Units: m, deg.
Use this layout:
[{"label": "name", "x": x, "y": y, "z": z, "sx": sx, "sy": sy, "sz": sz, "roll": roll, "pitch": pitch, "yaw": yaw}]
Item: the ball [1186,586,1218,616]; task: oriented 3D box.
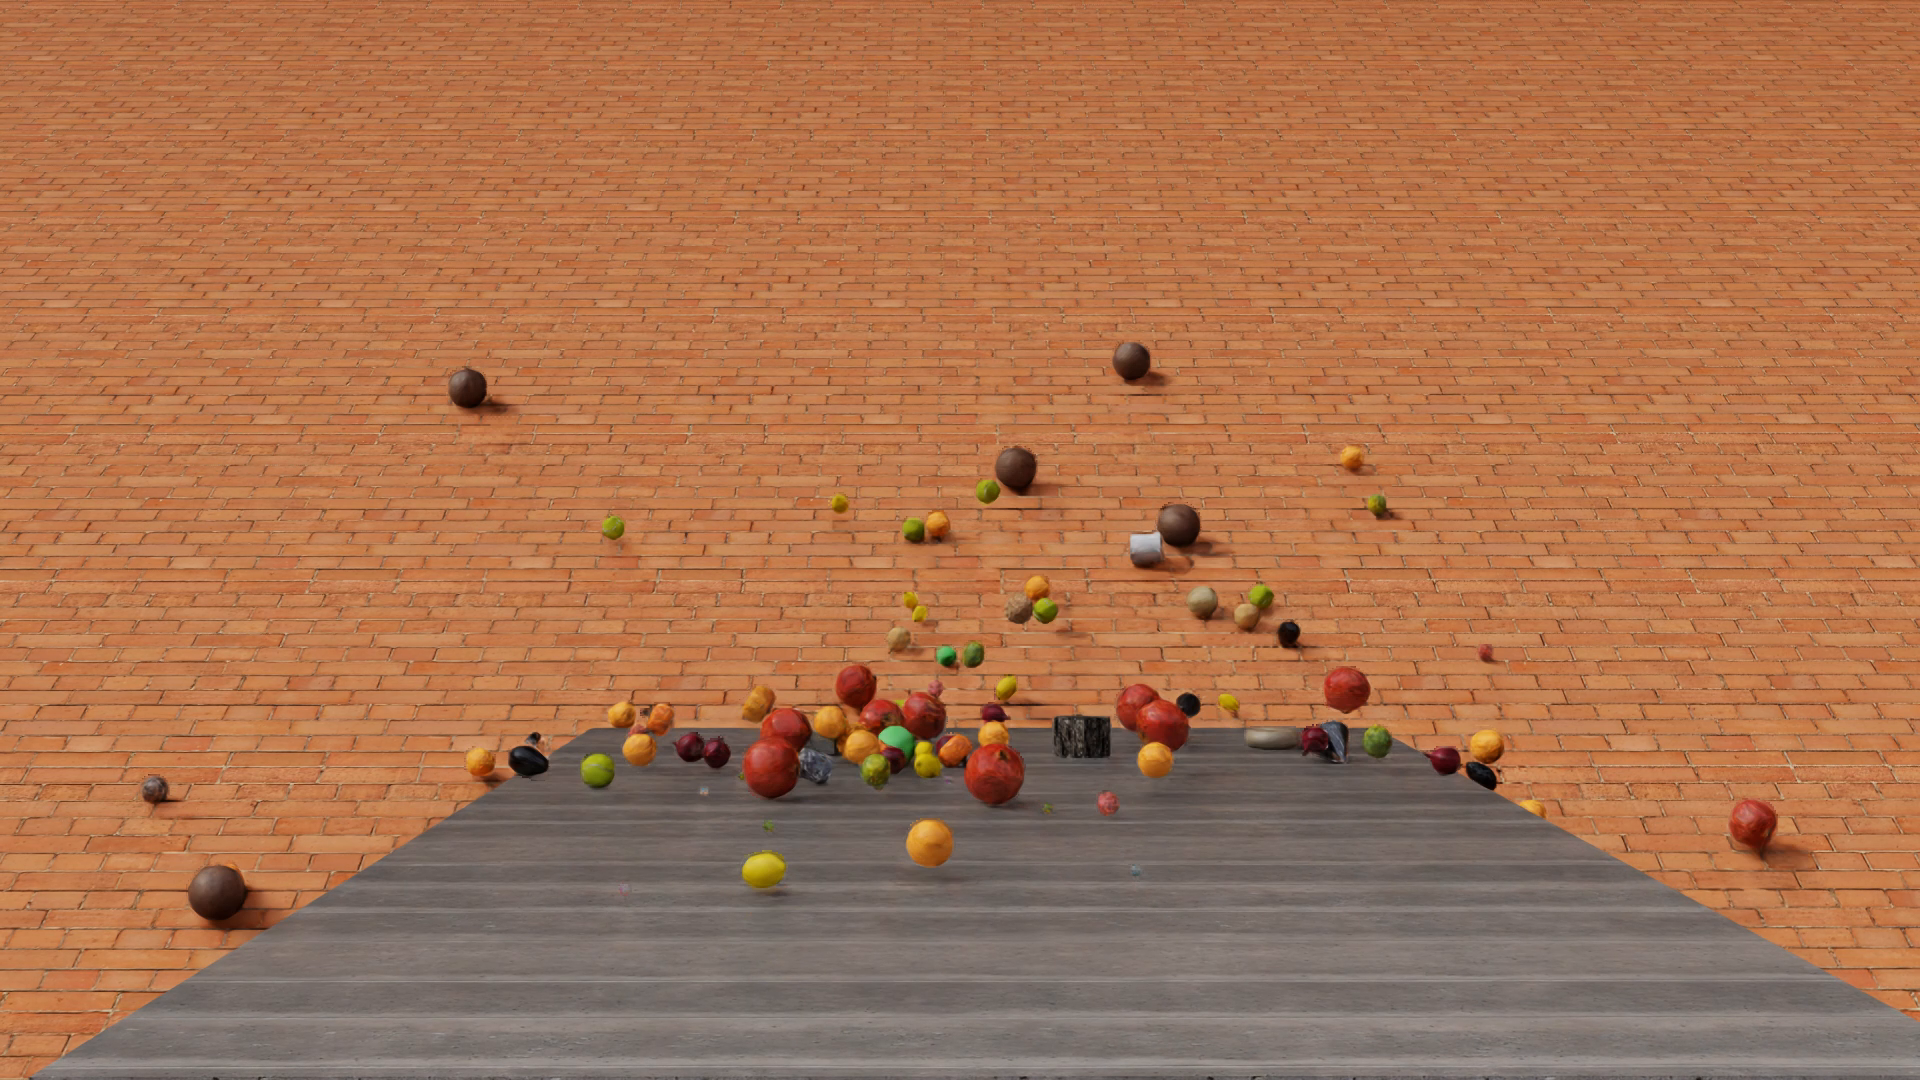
[{"label": "ball", "x": 0.684, "y": 0.173, "z": 7.283, "sx": 0.088, "sy": 0.088, "sz": 0.088, "roll": 0, "pitch": 28, "yaw": 0}]

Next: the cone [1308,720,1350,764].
[{"label": "cone", "x": 0.838, "y": 0.470, "z": 5.727, "sx": 0.099, "sy": 0.099, "sz": 0.099, "roll": -7, "pitch": 29, "yaw": -14}]

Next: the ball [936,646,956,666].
[{"label": "ball", "x": -0.037, "y": 0.317, "z": 7.043, "sx": 0.054, "sy": 0.054, "sz": 0.054, "roll": 0, "pitch": 28, "yaw": 0}]

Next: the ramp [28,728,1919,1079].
[{"label": "ramp", "x": 0.062, "y": 0.559, "z": 4.597, "sx": 2.000, "sy": 0.100, "sz": 4.000, "roll": 0, "pitch": 1, "yaw": 0}]

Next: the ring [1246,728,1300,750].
[{"label": "ring", "x": 0.736, "y": 0.466, "z": 6.068, "sx": 0.130, "sy": 0.043, "sz": 0.130, "roll": -1, "pitch": 1, "yaw": 0}]

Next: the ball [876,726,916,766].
[{"label": "ball", "x": -0.140, "y": 0.449, "z": 5.634, "sx": 0.089, "sy": 0.089, "sz": 0.089, "roll": 0, "pitch": 28, "yaw": 0}]

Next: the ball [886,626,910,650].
[{"label": "ball", "x": -0.168, "y": 0.272, "z": 7.118, "sx": 0.066, "sy": 0.066, "sz": 0.066, "roll": 0, "pitch": 28, "yaw": 0}]

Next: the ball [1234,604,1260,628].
[{"label": "ball", "x": 0.803, "y": 0.212, "z": 7.225, "sx": 0.072, "sy": 0.072, "sz": 0.072, "roll": 0, "pitch": 28, "yaw": 0}]

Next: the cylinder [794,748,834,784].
[{"label": "cylinder", "x": -0.298, "y": 0.461, "z": 5.257, "sx": 0.061, "sy": 0.061, "sz": 0.061, "roll": 19, "pitch": 24, "yaw": -15}]

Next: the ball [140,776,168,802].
[{"label": "ball", "x": -2.010, "y": 0.623, "z": 6.443, "sx": 0.066, "sy": 0.066, "sz": 0.066, "roll": 0, "pitch": 28, "yaw": 0}]

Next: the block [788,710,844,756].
[{"label": "block", "x": -0.329, "y": 0.441, "z": 5.884, "sx": 0.098, "sy": 0.098, "sz": 0.098, "roll": 0, "pitch": 1, "yaw": -23}]

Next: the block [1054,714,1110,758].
[{"label": "block", "x": 0.277, "y": 0.446, "z": 5.855, "sx": 0.089, "sy": 0.089, "sz": 0.089, "roll": 1, "pitch": 1, "yaw": 42}]

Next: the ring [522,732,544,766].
[{"label": "ring", "x": -1.081, "y": 0.533, "z": 6.543, "sx": 0.031, "sy": 0.092, "sz": 0.092, "roll": 10, "pitch": 29, "yaw": 13}]

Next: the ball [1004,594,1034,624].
[{"label": "ball", "x": 0.139, "y": 0.163, "z": 6.097, "sx": 0.069, "sy": 0.069, "sz": 0.069, "roll": 0, "pitch": 28, "yaw": 0}]
